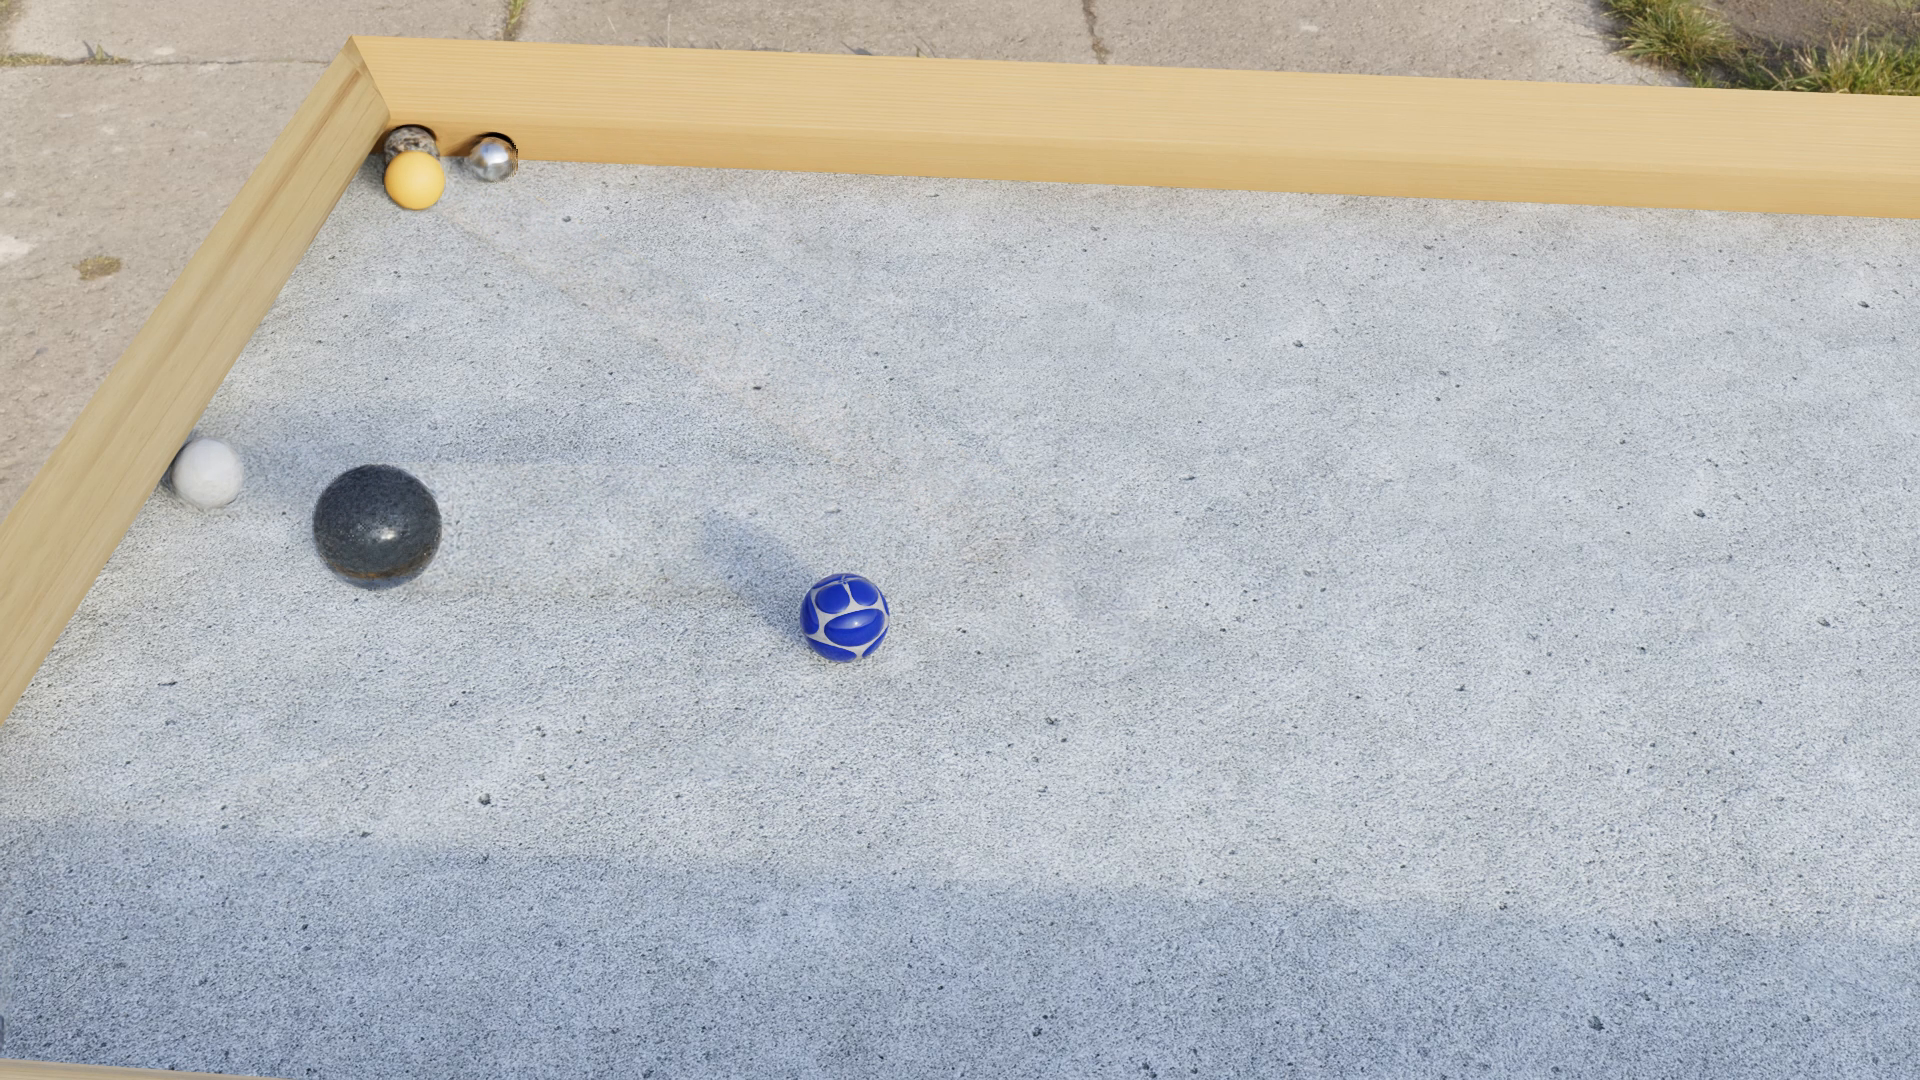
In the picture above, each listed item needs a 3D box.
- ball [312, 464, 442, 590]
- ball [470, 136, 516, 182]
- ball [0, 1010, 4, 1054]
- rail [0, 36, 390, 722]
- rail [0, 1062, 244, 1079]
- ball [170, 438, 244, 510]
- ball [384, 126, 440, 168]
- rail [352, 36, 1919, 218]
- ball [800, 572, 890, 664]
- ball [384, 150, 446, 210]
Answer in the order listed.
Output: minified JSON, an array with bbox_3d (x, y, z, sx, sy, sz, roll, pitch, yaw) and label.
[{"bbox_3d":[-0.444,-0.010,1.957,0.096,0.096,0.096,0,35,0],"label":"ball"},{"bbox_3d":[-0.461,-0.376,2.534,0.045,0.045,0.045,0,35,0],"label":"ball"},{"bbox_3d":[-0.612,0.295,1.529,0.081,0.081,0.081,0,35,0],"label":"ball"},{"bbox_3d":[-0.642,-0.059,2.002,0.045,0.125,1.364,3,35,4],"label":"rail"},{"bbox_3d":[0.604,0.383,1.361,2.674,0.125,0.045,3,35,4],"label":"rail"},{"bbox_3d":[-0.603,-0.053,2.055,0.057,0.057,0.057,0,35,0],"label":"ball"},{"bbox_3d":[-0.542,-0.381,2.533,0.054,0.054,0.054,0,35,0],"label":"ball"},{"bbox_3d":[0.728,-0.361,2.440,2.674,0.125,0.045,3,35,4],"label":"rail"},{"bbox_3d":[-0.085,0.057,1.886,0.067,0.067,0.067,0,35,0],"label":"ball"},{"bbox_3d":[-0.528,-0.348,2.483,0.057,0.057,0.057,0,35,0],"label":"ball"}]
